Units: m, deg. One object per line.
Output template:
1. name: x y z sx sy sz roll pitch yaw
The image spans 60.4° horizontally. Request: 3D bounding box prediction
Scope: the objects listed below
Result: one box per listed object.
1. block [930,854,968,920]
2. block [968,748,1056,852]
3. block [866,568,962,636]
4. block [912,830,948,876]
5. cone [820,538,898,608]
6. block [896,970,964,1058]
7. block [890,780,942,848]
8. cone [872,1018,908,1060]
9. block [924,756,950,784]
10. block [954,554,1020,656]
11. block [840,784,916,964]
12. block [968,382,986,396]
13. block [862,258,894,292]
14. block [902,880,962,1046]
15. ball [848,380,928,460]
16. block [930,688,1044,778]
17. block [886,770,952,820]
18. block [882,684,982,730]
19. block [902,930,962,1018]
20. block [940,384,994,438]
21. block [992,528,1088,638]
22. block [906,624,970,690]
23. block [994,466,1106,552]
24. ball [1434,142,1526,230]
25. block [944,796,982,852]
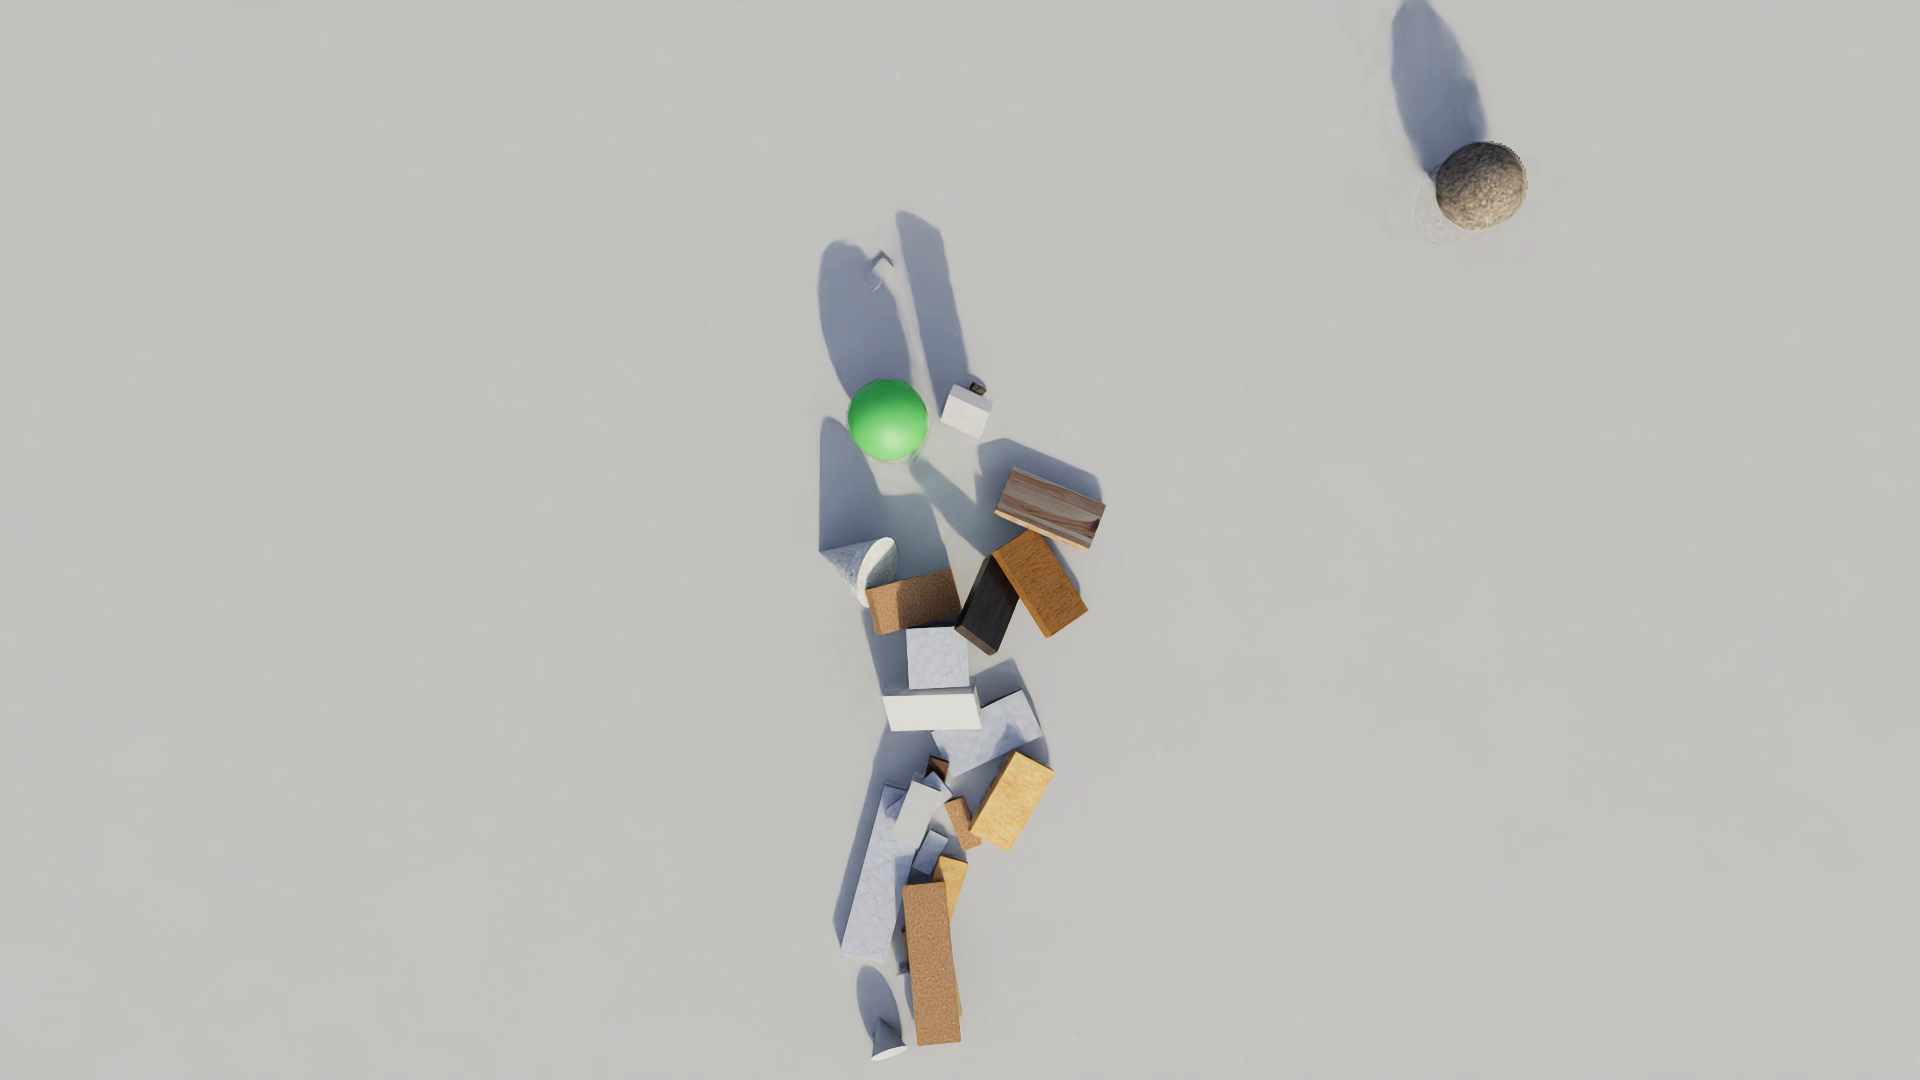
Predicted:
1. block: -0.051 1.154 5.476 0.101 0.029 0.202 18 91 -9
2. block: 0.170 0.861 5.455 0.154 0.044 0.308 29 93 -12
3. block: -0.149 0.202 5.408 0.305 0.043 0.153 -14 90 -28
4. block: -0.100 1.039 5.490 0.068 0.019 0.137 27 90 0
5. cone: -0.371 0.073 5.446 0.239 0.239 0.239 18 90 27
6. block: -0.098 1.545 5.436 0.141 0.040 0.282 -17 90 0
7. block: -0.145 0.898 5.410 0.101 0.029 0.202 22 92 1
8. cone: -0.253 1.642 5.472 0.126 0.126 0.126 -21 64 0
9. block: -0.081 0.787 5.463 0.068 0.019 0.137 17 108 13
10. block: 0.099 0.211 5.369 0.153 0.043 0.305 38 51 -17
11. block: -0.249 1.107 5.478 0.154 0.044 0.570 15 90 0
12. block: 0.038 -0.471 5.493 0.052 0.015 0.104 34 90 0
13. block: -0.273 -0.884 5.493 0.052 0.015 0.104 43 90 0
14. block: -0.094 1.384 5.398 0.141 0.040 0.512 -6 82 2
15. ball: -0.234 -0.391 5.369 0.262 0.262 0.262 0 90 0
16. block: 0.089 0.640 5.476 0.333 0.047 0.167 -25 90 0
17. block: -0.133 0.863 5.437 0.202 0.029 0.101 -39 90 3
18. block: -0.089 0.551 5.406 0.305 0.043 0.153 -3 126 13
19. block: -0.093 1.439 5.478 0.154 0.044 0.308 -10 90 0
20. block: 0.022 -0.416 5.359 0.141 0.282 0.040 25 75 0
21. block: 0.265 0.138 5.442 0.166 0.047 0.333 -32 90 -26
22. block: -0.071 0.378 5.403 0.194 0.194 0.194 -3 90 0
23. block: 0.298 -0.101 5.451 0.333 0.047 0.167 23 71 0
24. ball: 1.689 -1.149 5.360 0.279 0.279 0.279 0 90 0
25. block: 0.011 0.944 5.490 0.068 0.019 0.169 -21 90 0
